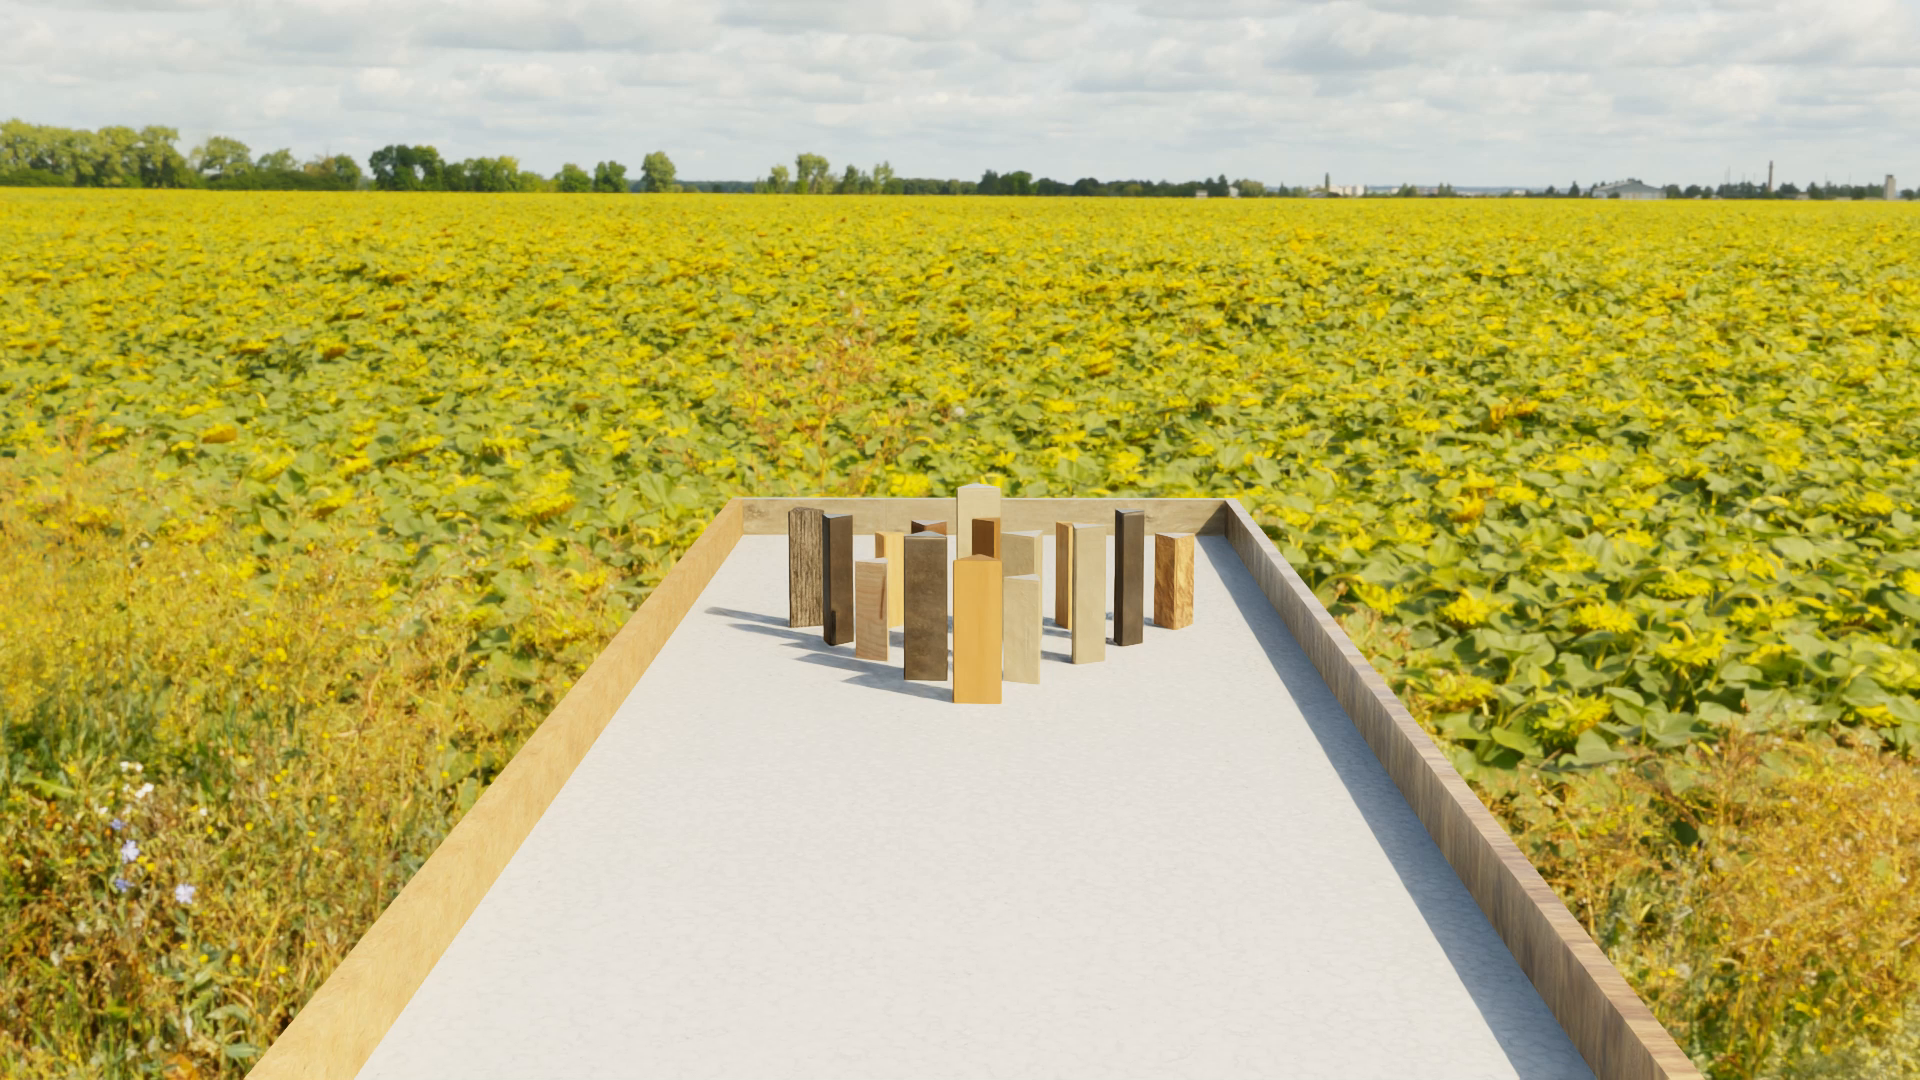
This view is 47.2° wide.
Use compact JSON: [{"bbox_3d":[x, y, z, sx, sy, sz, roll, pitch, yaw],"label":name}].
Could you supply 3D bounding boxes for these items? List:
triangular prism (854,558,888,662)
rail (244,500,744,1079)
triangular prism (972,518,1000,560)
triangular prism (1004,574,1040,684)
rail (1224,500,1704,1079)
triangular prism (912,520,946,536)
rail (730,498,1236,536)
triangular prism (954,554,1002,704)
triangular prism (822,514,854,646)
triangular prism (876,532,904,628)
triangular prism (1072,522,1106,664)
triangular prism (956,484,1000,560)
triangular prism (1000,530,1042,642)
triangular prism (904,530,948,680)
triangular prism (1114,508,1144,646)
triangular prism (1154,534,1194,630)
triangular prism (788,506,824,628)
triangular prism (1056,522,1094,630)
[{"bbox_3d":[-0.248,0.209,6.723,0.112,0.302,0.097,4,10,24],"label":"triangular prism"},{"bbox_3d":[-1.004,0.839,3.234,0.050,0.150,12.000,0,9,1],"label":"rail"},{"bbox_3d":[0.096,0.151,6.666,0.091,0.436,0.079,8,12,40],"label":"triangular prism"},{"bbox_3d":[0.201,0.257,6.413,0.116,0.306,0.100,5,10,27],"label":"triangular prism"},{"bbox_3d":[1.046,0.843,3.208,0.050,0.150,12.000,0,9,1],"label":"rail"},{"bbox_3d":[-0.114,0.132,6.953,0.097,0.384,0.111,6,11,35],"label":"triangular prism"},{"bbox_3d":[0.099,-0.098,9.147,2.100,0.150,0.050,0,9,1],"label":"rail"},{"bbox_3d":[0.051,0.248,6.156,0.133,0.404,0.115,0,9,3],"label":"triangular prism"},{"bbox_3d":[-0.403,0.122,6.940,0.086,0.406,0.099,9,13,44],"label":"triangular prism"},{"bbox_3d":[-0.246,0.129,7.213,0.081,0.308,0.094,7,11,38],"label":"triangular prism"},{"bbox_3d":[0.369,0.160,6.671,0.112,0.416,0.097,-5,10,-31],"label":"triangular prism"},{"bbox_3d":[0.056,0.048,7.235,0.142,0.460,0.123,-1,9,-4],"label":"triangular prism"},{"bbox_3d":[0.221,0.149,6.957,0.143,0.349,0.123,7,12,39],"label":"triangular prism"},{"bbox_3d":[-0.096,0.191,6.439,0.125,0.426,0.108,1,9,4],"label":"triangular prism"},{"bbox_3d":[0.516,0.116,6.923,0.095,0.424,0.082,-8,12,-40],"label":"triangular prism"},{"bbox_3d":[0.688,0.131,7.216,0.110,0.303,0.127,6,11,32],"label":"triangular prism"},{"bbox_3d":[-0.517,0.087,7.233,0.121,0.384,0.105,-3,10,-20],"label":"triangular prism"},{"bbox_3d":[0.357,0.112,7.219,0.107,0.339,0.123,8,12,41],"label":"triangular prism"}]
